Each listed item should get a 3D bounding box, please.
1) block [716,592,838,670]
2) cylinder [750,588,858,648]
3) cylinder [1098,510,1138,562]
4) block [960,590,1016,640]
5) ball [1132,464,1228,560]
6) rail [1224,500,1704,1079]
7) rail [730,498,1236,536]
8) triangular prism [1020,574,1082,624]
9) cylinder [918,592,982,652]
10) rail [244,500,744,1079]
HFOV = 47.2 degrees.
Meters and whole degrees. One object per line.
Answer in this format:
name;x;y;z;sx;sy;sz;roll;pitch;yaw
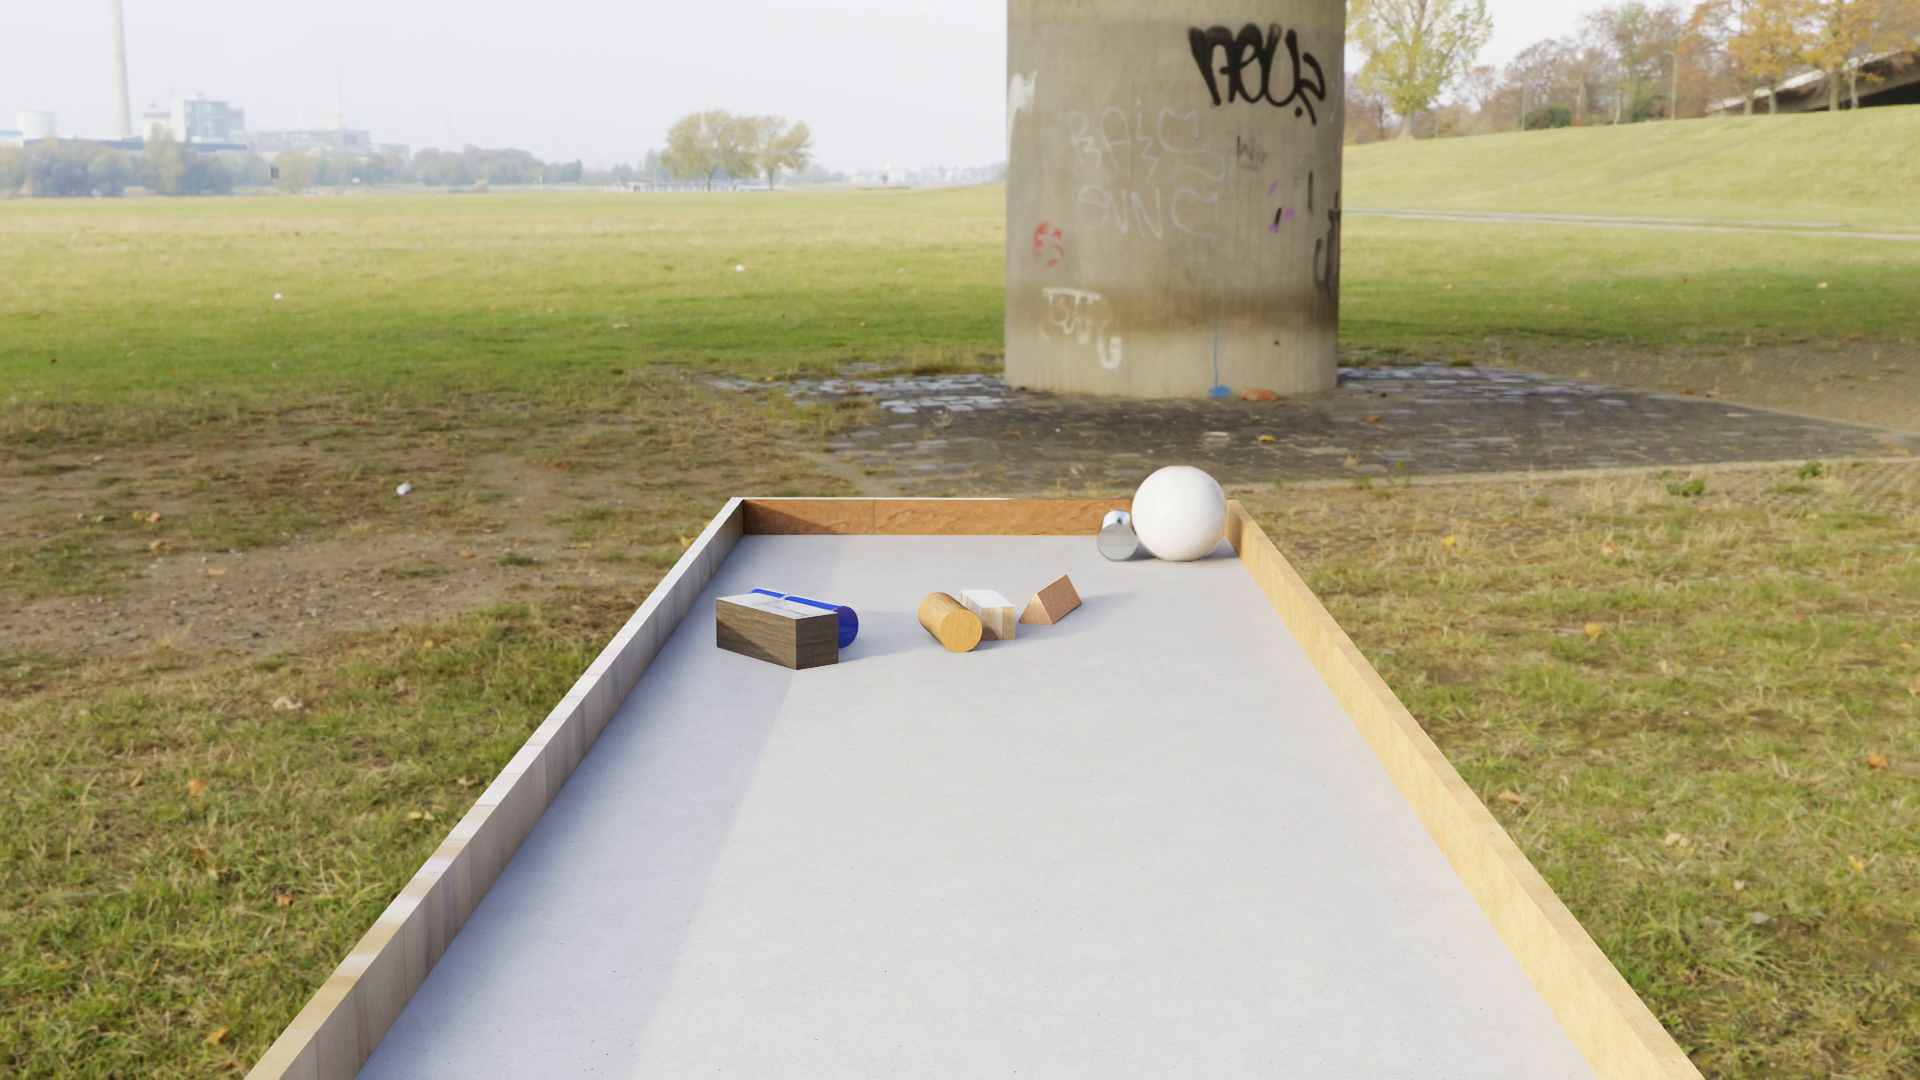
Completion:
block;-0.565;0.278;6.759;0.156;0.156;0.435;-7;12;-39
cylinder;-0.512;0.248;7.021;0.134;0.134;0.429;-8;12;-42
cylinder;0.619;-0.017;8.629;0.153;0.153;0.348;1;9;5
block;0.089;0.242;7.135;0.108;0.108;0.303;-2;9;-13
ball;0.848;-0.104;8.484;0.370;0.370;0.370;0;9;0
rail;1.046;0.843;3.208;0.050;0.150;12.000;0;9;1
rail;0.099;-0.098;9.147;2.100;0.150;0.050;0;9;1
triangular prism;0.307;0.196;7.433;0.117;0.101;0.390;3;10;17
cylinder;-0.034;0.258;6.949;0.135;0.135;0.311;-2;9;-13
rail;-1.004;0.839;3.234;0.050;0.150;12.000;0;9;1
